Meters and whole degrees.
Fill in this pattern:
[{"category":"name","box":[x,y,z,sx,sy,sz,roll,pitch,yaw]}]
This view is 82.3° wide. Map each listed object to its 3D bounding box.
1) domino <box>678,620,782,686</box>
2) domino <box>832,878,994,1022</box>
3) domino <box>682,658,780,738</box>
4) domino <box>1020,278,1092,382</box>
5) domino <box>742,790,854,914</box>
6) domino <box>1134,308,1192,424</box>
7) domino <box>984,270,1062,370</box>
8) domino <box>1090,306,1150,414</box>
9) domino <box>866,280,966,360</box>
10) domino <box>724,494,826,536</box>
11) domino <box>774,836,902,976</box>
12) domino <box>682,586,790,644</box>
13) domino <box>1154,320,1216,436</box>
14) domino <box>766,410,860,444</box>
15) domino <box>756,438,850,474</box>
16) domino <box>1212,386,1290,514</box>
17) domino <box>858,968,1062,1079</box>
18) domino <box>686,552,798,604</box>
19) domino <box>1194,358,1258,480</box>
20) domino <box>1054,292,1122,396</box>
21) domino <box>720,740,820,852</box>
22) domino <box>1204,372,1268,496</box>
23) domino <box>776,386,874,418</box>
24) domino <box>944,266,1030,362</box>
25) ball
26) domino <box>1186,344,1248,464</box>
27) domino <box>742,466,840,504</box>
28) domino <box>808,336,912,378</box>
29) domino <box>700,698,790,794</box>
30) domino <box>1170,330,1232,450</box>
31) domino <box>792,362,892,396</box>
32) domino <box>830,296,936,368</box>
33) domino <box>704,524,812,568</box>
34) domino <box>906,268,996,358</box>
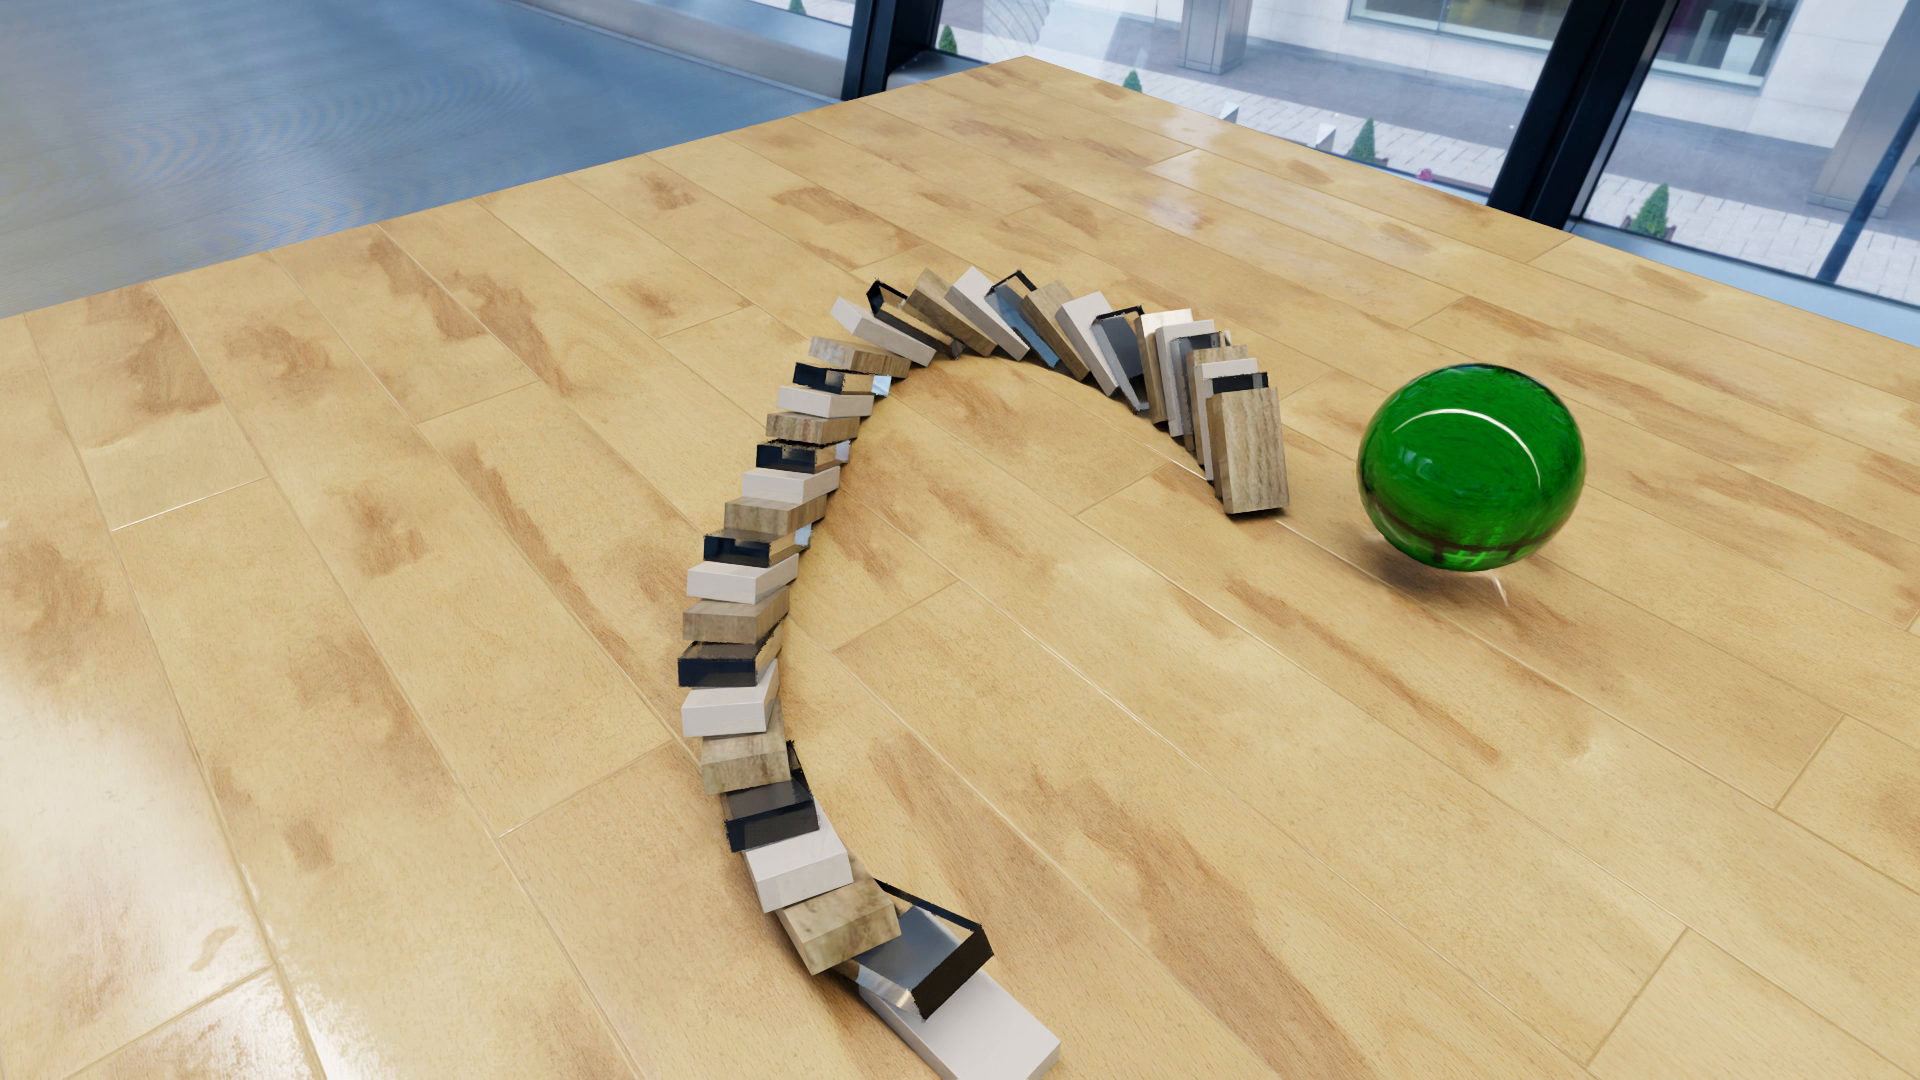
[{"category":"domino","box":[-0.078,0.038,0.378,0.025,0.009,0.050,0,10,0]},{"category":"domino","box":[-0.017,0.107,0.293,0.025,0.010,0.050,-33,20,-34]},{"category":"domino","box":[-0.075,0.051,0.362,0.025,0.010,0.050,-4,10,-4]},{"category":"domino","box":[0.055,-0.106,0.553,0.025,0.009,0.050,-32,81,-34]},{"category":"domino","box":[-0.050,0.088,0.318,0.025,0.009,0.050,-15,13,-17]},{"category":"domino","box":[0.099,-0.081,0.515,0.025,0.050,0.009,-10,-1,-12]},{"category":"domino","box":[0.038,-0.113,0.561,0.050,0.010,0.025,47,51,4]},{"category":"domino","box":[0.085,-0.088,0.531,0.025,0.010,0.050,-17,73,-20]},{"category":"domino","box":[-0.022,-0.112,0.558,0.050,0.010,0.025,23,29,-30]},{"category":"domino","box":[-0.073,-0.012,0.440,0.025,0.010,0.050,7,11,9]},{"category":"domino","box":[-0.037,0.099,0.305,0.025,0.009,0.050,-18,14,-21]},{"category":"domino","box":[-0.079,0.026,0.394,0.025,0.010,0.050,3,10,4]},{"category":"domino","box":[0.107,-0.074,0.506,0.025,0.050,0.009,-10,3,-12]},{"category":"domino","box":[-0.064,-0.050,0.487,0.025,0.010,0.050,9,11,11]},{"category":"domino","box":[-0.066,-0.037,0.471,0.025,0.010,0.050,7,12,9]},{"category":"domino","box":[0.122,-0.038,0.461,0.025,0.050,0.009,-7,3,-9]},{"category":"domino","box":[-0.001,0.126,0.290,0.050,0.009,0.025,32,49,33]},{"category":"domino","box":[-0.080,0.012,0.410,0.025,0.010,0.050,7,10,8]},{"category":"domino","box":[0.118,-0.052,0.479,0.025,0.050,0.009,-8,3,-9]},{"category":"domino","box":[0.071,-0.097,0.543,0.025,0.010,0.050,-25,77,-27]},{"category":"domino","box":[-0.059,0.076,0.332,0.025,0.010,0.050,-12,12,-14]},{"category":"domino","box":[0.120,-0.045,0.470,0.025,0.050,0.009,-7,3,-9]},{"category":"domino","box":[-0.061,-0.063,0.502,0.025,0.009,0.050,13,11,15]},{"category":"domino","box":[0.018,-0.117,0.565,0.050,0.009,0.025,40,44,-4]},{"category":"ball","box":[0.194,-0.028,0.422,0.080,0.080,0.080,0,39,0]},{"category":"domino","box":[0.116,-0.060,0.488,0.025,0.050,0.010,-8,3,-9]},{"category":"domino","box":[-0.069,-0.025,0.456,0.025,0.009,0.050,7,11,9]},{"category":"domino","box":[-0.048,-0.088,0.532,0.025,0.010,0.050,23,14,26]},{"category":"domino","box":[-0.068,0.064,0.347,0.025,0.009,0.050,-8,11,-10]},{"category":"domino","box":[0.112,-0.067,0.497,0.025,0.050,0.009,-10,3,-12]},{"category":"domino","box":[-0.055,-0.075,0.517,0.025,0.010,0.050,16,12,19]},{"category":"domino","box":[-0.038,-0.103,0.548,0.050,0.009,0.025,16,22,-44]},{"category":"domino","box":[-0.077,0.000,0.425,0.025,0.010,0.050,7,10,9]},{"category":"domino","box":[-0.002,-0.117,0.566,0.050,0.009,0.025,33,38,-13]}]
